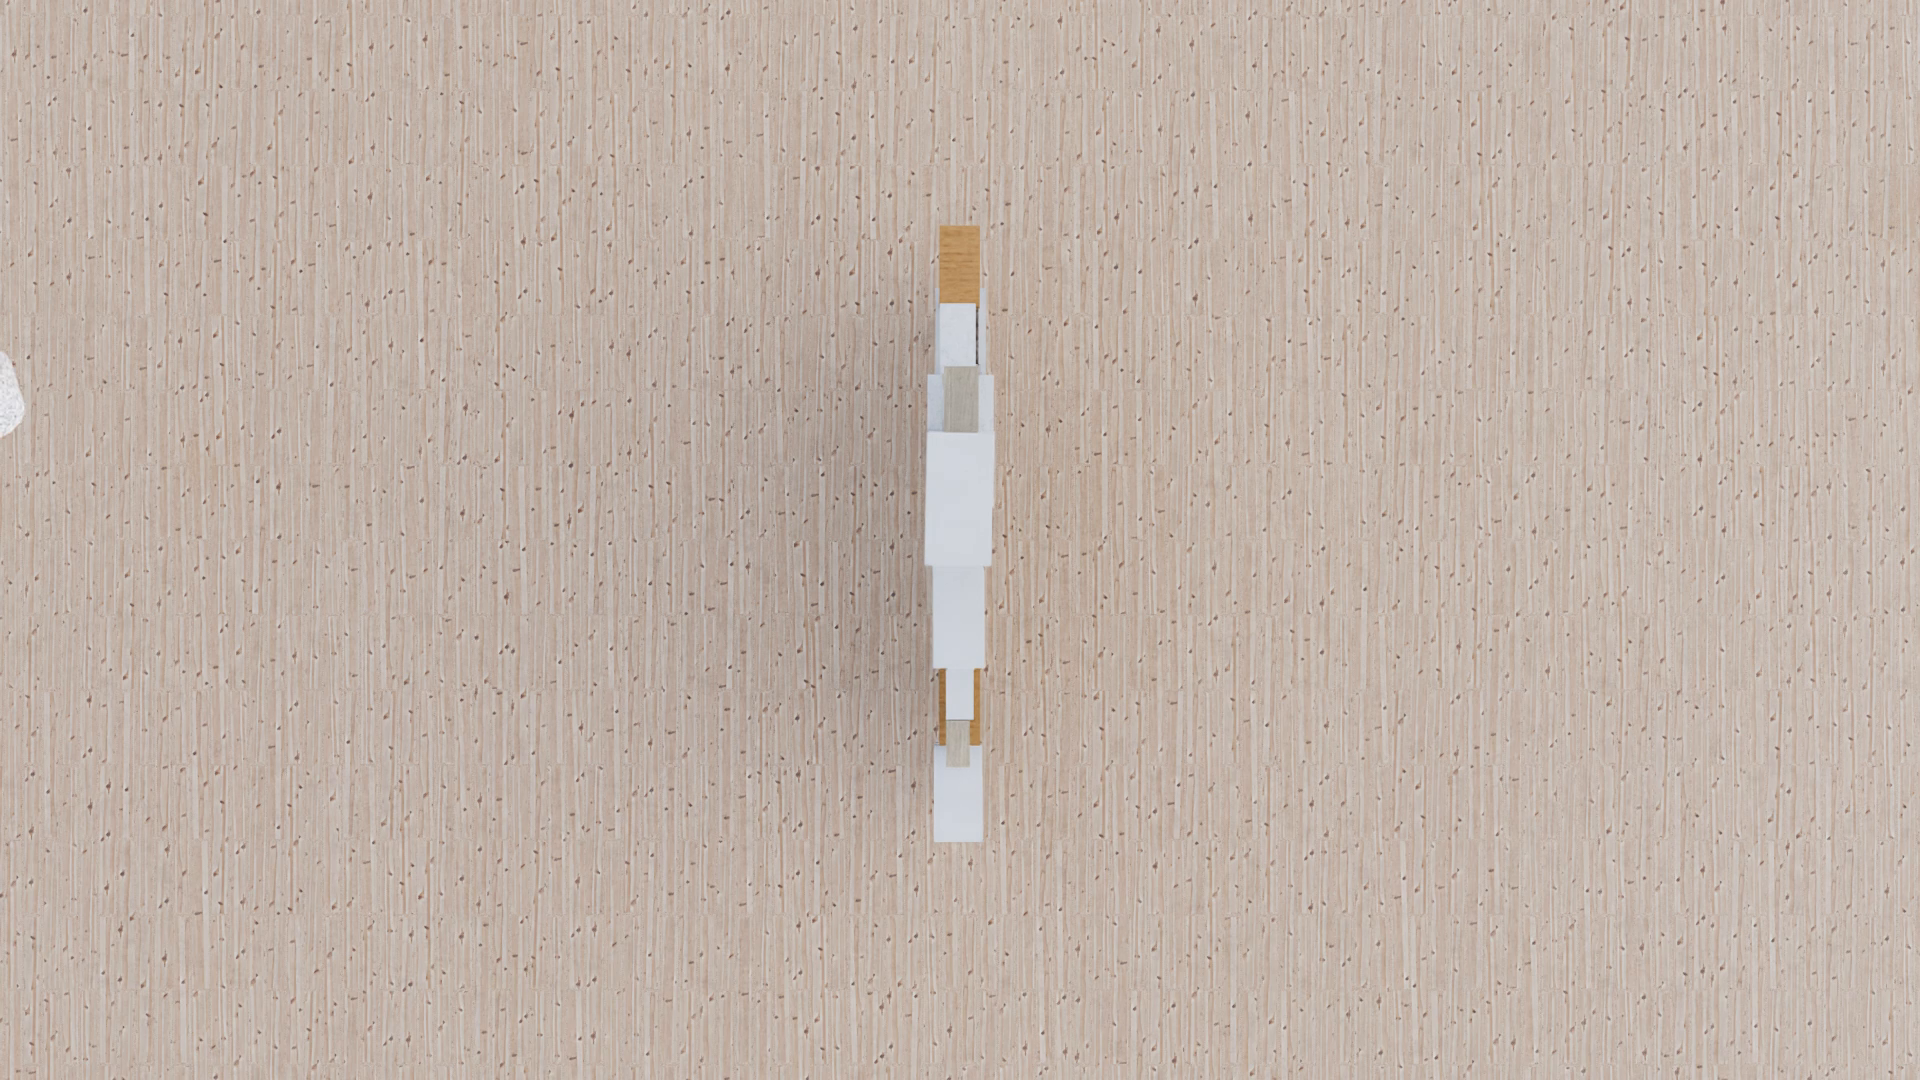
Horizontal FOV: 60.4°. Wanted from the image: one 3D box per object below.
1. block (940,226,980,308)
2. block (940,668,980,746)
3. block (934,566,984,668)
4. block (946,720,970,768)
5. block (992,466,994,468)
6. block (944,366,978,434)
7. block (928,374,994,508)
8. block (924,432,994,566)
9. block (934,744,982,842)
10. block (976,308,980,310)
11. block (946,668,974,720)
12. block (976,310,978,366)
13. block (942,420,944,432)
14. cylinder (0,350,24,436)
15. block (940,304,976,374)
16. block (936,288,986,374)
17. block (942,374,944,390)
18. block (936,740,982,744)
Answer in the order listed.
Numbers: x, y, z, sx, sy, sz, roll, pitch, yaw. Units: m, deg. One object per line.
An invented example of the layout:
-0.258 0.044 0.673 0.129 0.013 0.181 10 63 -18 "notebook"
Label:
-0.001 -0.761 4.602 0.113 0.032 0.226 0 90 0 "block"
-0.001 0.471 4.737 0.117 0.033 0.234 0 90 0 "block"
-0.003 0.205 4.401 0.136 0.039 0.272 0 90 0 "block"
-0.006 0.565 4.580 0.065 0.018 0.131 0 90 0 "block"
0.003 -0.208 4.217 0.161 0.322 0.046 0 90 0 "block"
0.003 -0.353 4.190 0.088 0.025 0.176 0 90 0 "block"
0.001 -0.263 4.403 0.176 0.050 0.352 0 90 0 "block"
-0.002 -0.099 4.033 0.161 0.046 0.322 1 90 0 "block"
-0.005 0.734 4.794 0.140 0.040 0.280 0 90 0 "block"
-0.001 -0.686 4.731 0.113 0.226 0.032 0 90 0 "block"
-0.001 0.421 4.559 0.075 0.021 0.150 0 90 0 "block"
0.002 -0.543 4.630 0.100 0.028 0.201 0 90 0 "block"
-0.003 -0.293 4.290 0.088 0.176 0.025 0 90 0 "block"
-2.466 -0.374 4.145 0.179 0.179 0.179 -43 49 0 "cylinder"
-0.006 -0.536 4.413 0.095 0.027 0.189 0 90 0 "block"
0.002 -0.592 4.865 0.149 0.042 0.297 0 90 0 "block"
-0.002 -0.410 4.290 0.088 0.176 0.025 0 90 0 "block"
-0.005 0.641 4.954 0.140 0.280 0.040 0 90 0 "block"
